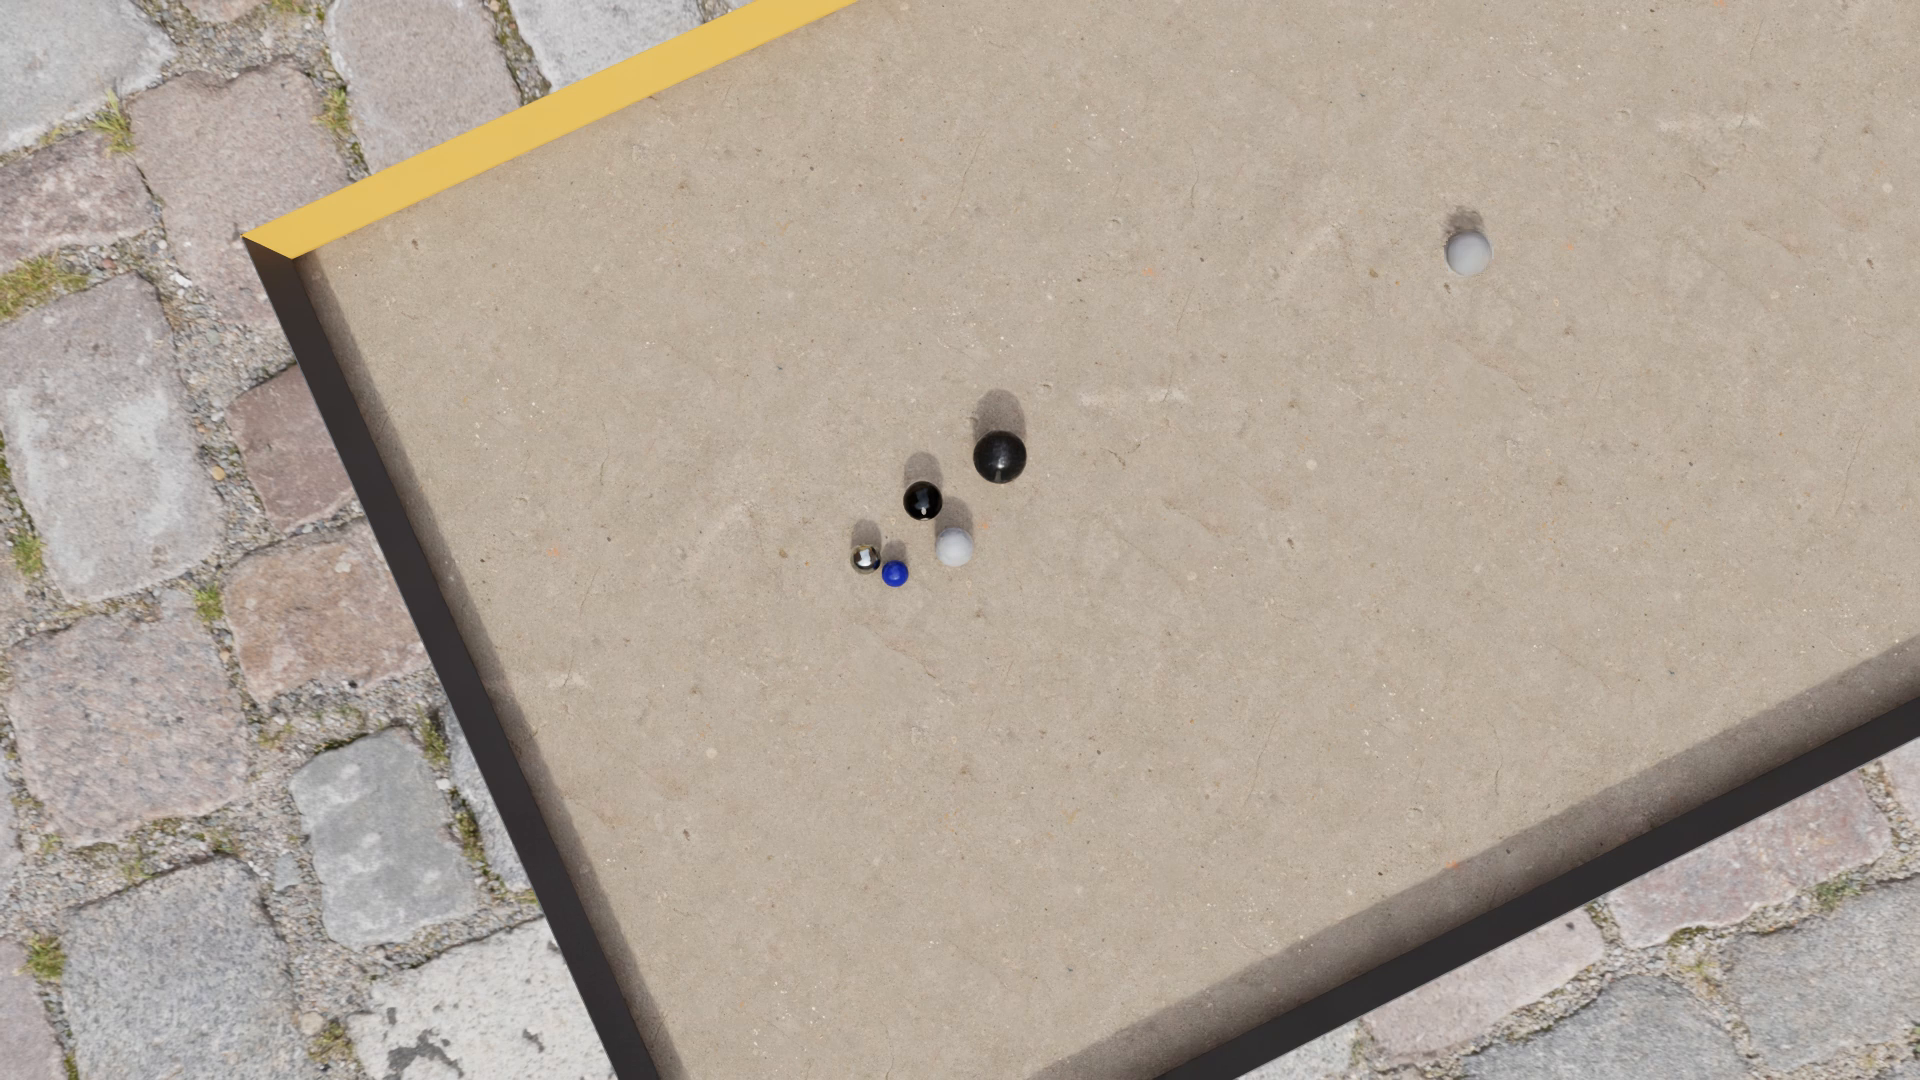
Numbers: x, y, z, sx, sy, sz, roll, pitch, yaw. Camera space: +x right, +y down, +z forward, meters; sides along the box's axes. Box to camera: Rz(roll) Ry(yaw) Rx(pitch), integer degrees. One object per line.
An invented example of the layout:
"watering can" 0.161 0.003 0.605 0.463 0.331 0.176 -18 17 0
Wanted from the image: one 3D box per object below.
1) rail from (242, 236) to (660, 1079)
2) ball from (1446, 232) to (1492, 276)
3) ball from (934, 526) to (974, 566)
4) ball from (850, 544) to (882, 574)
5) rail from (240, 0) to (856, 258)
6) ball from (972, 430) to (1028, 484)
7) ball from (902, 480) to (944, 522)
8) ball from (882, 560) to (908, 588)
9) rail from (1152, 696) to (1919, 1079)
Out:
"rail" -0.673 0.317 3.205 0.045 0.107 1.739 -26 82 -4
"ball" 0.774 -0.435 3.344 0.068 0.068 0.068 0 81 0
"ball" -0.008 0.010 3.278 0.060 0.060 0.060 0 81 0
"ball" -0.141 0.028 3.281 0.047 0.047 0.047 0 81 0
"rail" 0.326 -1.087 3.428 3.084 0.107 0.045 -26 82 -4
"ball" 0.060 -0.124 3.288 0.082 0.082 0.082 0 81 0
"ball" -0.056 -0.058 3.289 0.060 0.060 0.060 0 81 0
"ball" -0.097 0.050 3.281 0.041 0.041 0.041 0 81 0
"rail" 1.062 0.417 3.189 3.084 0.107 0.045 -26 82 -4
